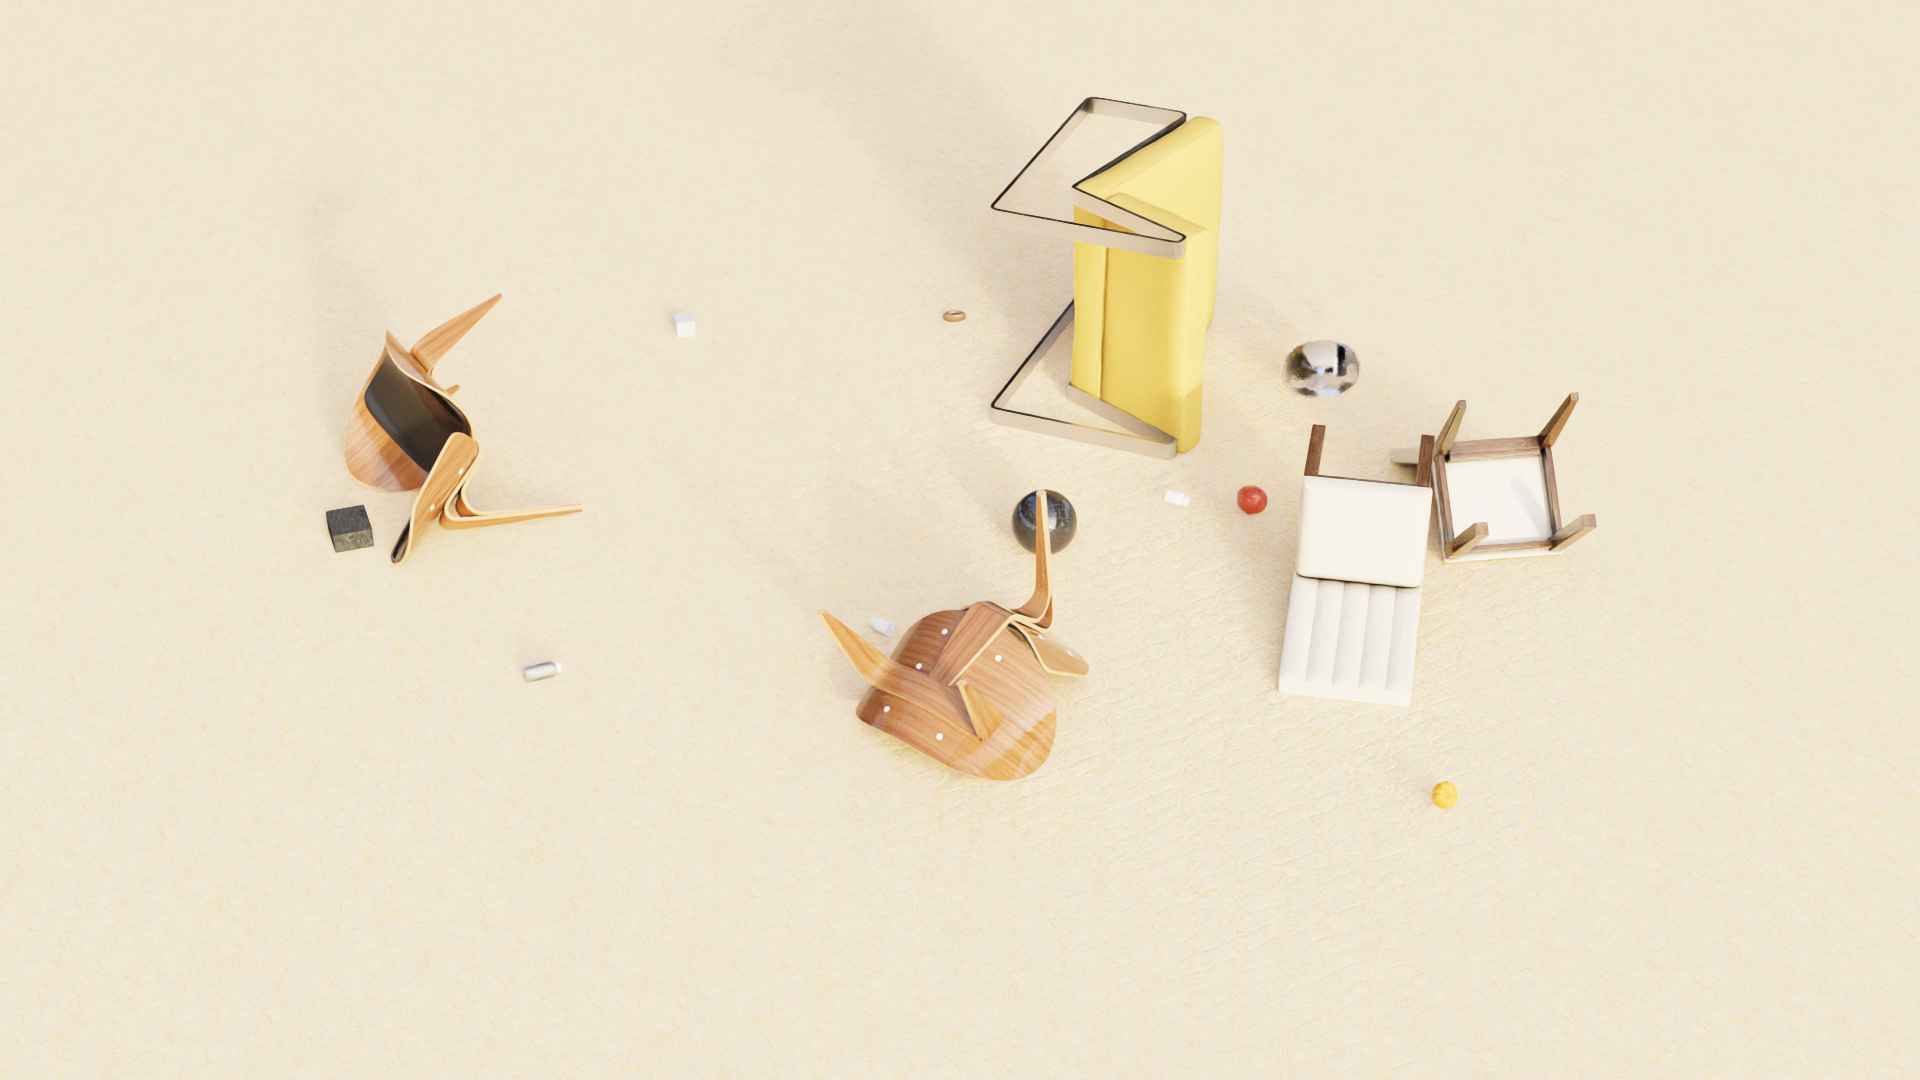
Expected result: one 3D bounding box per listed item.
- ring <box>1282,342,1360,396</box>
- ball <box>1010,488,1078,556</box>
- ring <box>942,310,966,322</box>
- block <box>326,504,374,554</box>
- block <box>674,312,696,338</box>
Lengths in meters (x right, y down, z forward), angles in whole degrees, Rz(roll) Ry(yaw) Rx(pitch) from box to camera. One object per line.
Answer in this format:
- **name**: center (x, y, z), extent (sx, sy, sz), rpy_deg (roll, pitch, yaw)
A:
- **ring**: center (1.449, -0.687, 11.747), extent (0.314, 0.280, 0.145), rpy_deg (3, 63, -11)
- **ball**: center (0.311, -0.065, 10.818), extent (0.248, 0.248, 0.248), rpy_deg (0, 33, 0)
- **ring**: center (-0.024, -0.942, 12.343), extent (0.101, 0.036, 0.053), rpy_deg (-4, 36, -4)
- **block**: center (-2.276, -0.042, 10.939), extent (0.144, 0.077, 0.178), rpy_deg (-11, 35, -16)
- **block**: center (-1.151, -0.898, 12.248), extent (0.075, 0.066, 0.084), rpy_deg (-8, 34, -12)
